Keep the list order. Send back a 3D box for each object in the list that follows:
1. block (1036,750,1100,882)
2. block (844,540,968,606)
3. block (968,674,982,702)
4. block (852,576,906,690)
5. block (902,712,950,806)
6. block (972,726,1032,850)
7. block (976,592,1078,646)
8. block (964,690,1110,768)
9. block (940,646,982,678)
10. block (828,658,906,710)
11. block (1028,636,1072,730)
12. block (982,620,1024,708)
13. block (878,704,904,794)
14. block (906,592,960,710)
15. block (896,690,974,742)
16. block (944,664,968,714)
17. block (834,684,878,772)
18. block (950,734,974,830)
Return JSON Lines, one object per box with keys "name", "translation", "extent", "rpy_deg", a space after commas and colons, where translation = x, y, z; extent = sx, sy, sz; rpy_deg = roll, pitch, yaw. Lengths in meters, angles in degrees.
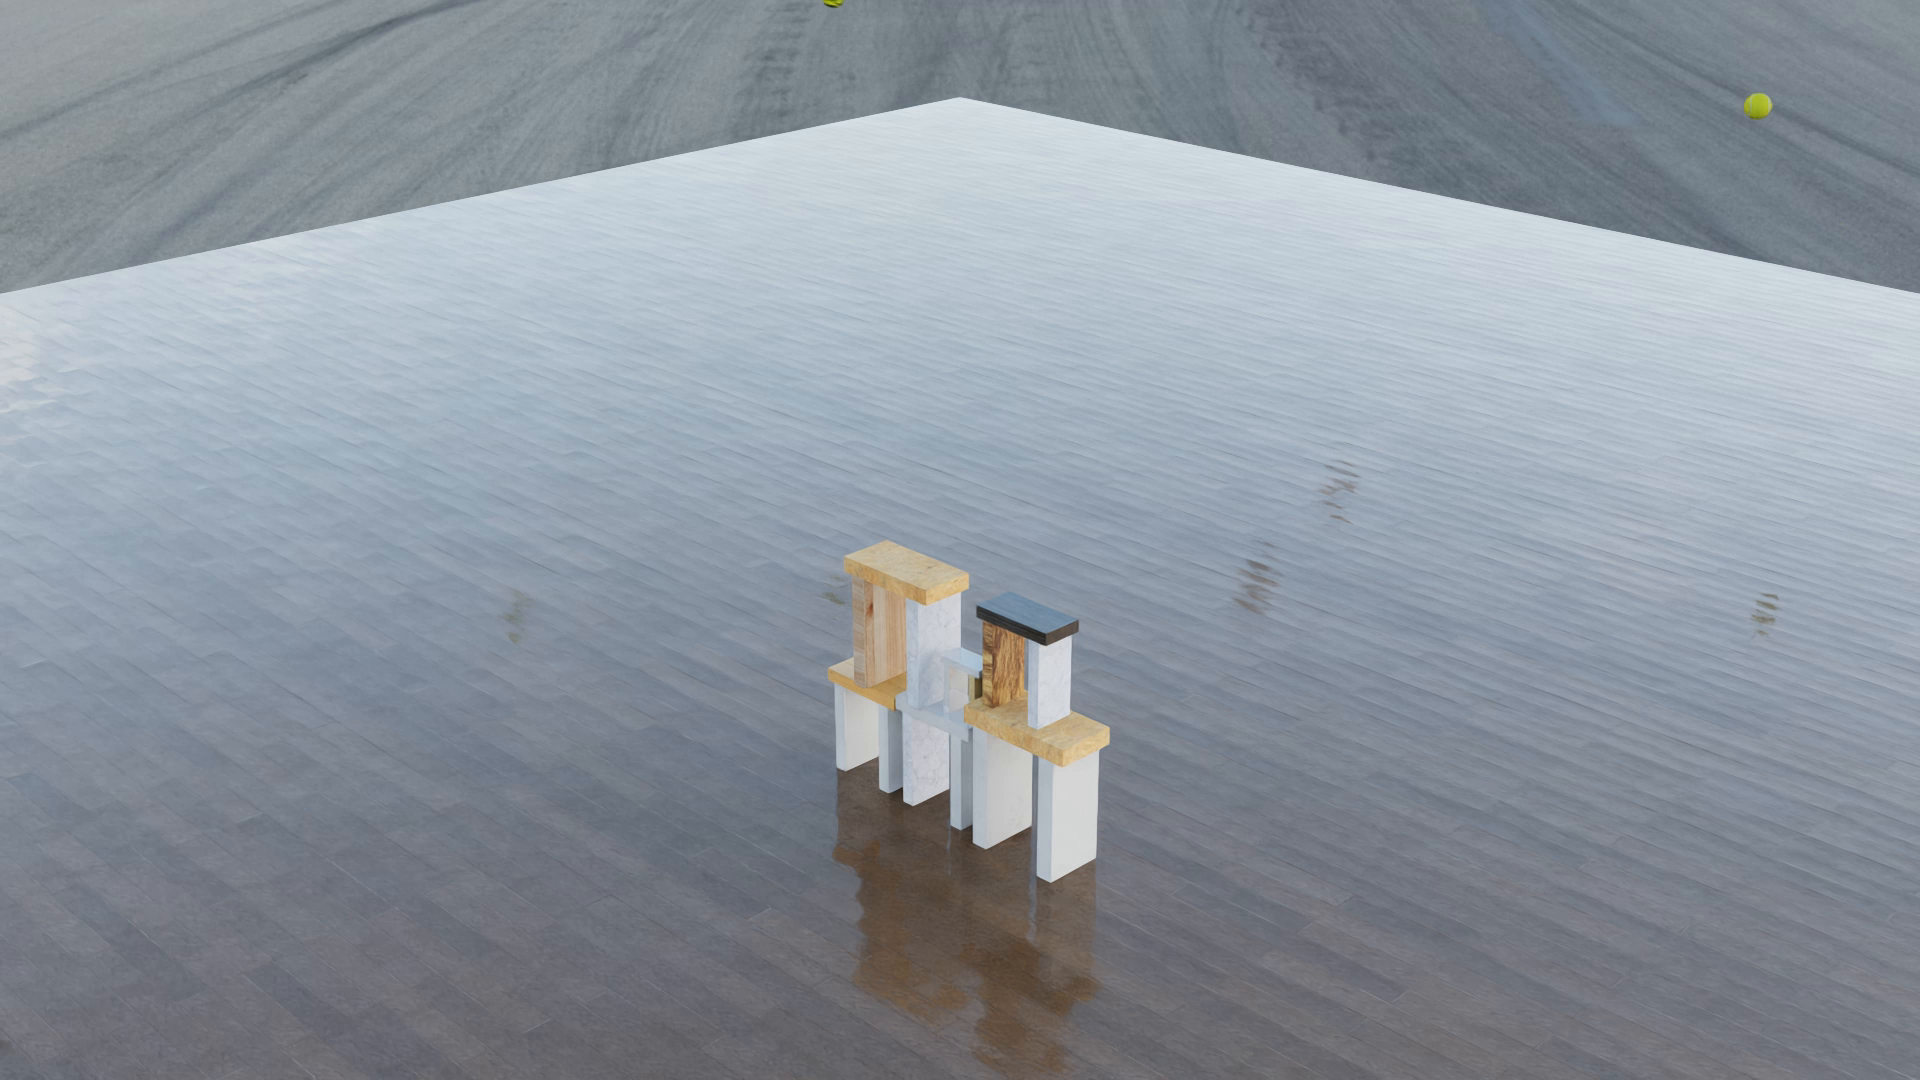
{"name": "block", "translation": [0.207, 0.514, 4.216], "extent": [0.037, 0.260, 0.130], "rpy_deg": [21, 31, 41]}
{"name": "block", "translation": [-0.107, 0.064, 4.364], "extent": [0.235, 0.033, 0.117], "rpy_deg": [21, 31, 41]}
{"name": "block", "translation": [0.042, 0.305, 4.303], "extent": [0.053, 0.106, 0.015], "rpy_deg": [-21, 31, -41]}
{"name": "block", "translation": [-0.163, 0.170, 4.469], "extent": [0.033, 0.244, 0.117], "rpy_deg": [21, 31, 41]}
{"name": "block", "translation": [-0.069, 0.429, 4.485], "extent": [0.029, 0.206, 0.103], "rpy_deg": [21, 31, 41]}
{"name": "block", "translation": [0.084, 0.466, 4.329], "extent": [0.037, 0.260, 0.130], "rpy_deg": [21, 31, 41]}
{"name": "block", "translation": [0.127, 0.148, 4.156], "extent": [0.181, 0.026, 0.090], "rpy_deg": [21, 31, 41]}
{"name": "block", "translation": [0.146, 0.353, 4.215], "extent": [0.260, 0.037, 0.130], "rpy_deg": [21, 31, 41]}
{"name": "block", "translation": [0.017, 0.239, 4.303], "extent": [0.106, 0.015, 0.053], "rpy_deg": [21, 31, 40]}
{"name": "block", "translation": [-0.168, 0.291, 4.531], "extent": [0.198, 0.028, 0.099], "rpy_deg": [21, 31, 41]}
{"name": "block", "translation": [0.170, 0.260, 4.157], "extent": [0.026, 0.181, 0.090], "rpy_deg": [21, 31, 41]}
{"name": "block", "translation": [0.084, 0.226, 4.235], "extent": [0.026, 0.181, 0.090], "rpy_deg": [21, 31, 41]}
{"name": "block", "translation": [-0.122, 0.414, 4.532], "extent": [0.028, 0.198, 0.099], "rpy_deg": [21, 31, 41]}
{"name": "block", "translation": [-0.052, 0.209, 4.365], "extent": [0.117, 0.235, 0.033], "rpy_deg": [-21, 31, -41]}
{"name": "block", "translation": [-0.021, 0.340, 4.394], "extent": [0.206, 0.029, 0.103], "rpy_deg": [21, 31, 41]}
{"name": "block", "translation": [-0.009, 0.286, 4.349], "extent": [0.053, 0.106, 0.015], "rpy_deg": [-21, 31, -41]}
{"name": "block", "translation": [-0.215, 0.377, 4.618], "extent": [0.028, 0.198, 0.099], "rpy_deg": [21, 31, 41]}
{"name": "block", "translation": [0.028, 0.467, 4.396], "extent": [0.029, 0.206, 0.103], "rpy_deg": [21, 31, 41]}
